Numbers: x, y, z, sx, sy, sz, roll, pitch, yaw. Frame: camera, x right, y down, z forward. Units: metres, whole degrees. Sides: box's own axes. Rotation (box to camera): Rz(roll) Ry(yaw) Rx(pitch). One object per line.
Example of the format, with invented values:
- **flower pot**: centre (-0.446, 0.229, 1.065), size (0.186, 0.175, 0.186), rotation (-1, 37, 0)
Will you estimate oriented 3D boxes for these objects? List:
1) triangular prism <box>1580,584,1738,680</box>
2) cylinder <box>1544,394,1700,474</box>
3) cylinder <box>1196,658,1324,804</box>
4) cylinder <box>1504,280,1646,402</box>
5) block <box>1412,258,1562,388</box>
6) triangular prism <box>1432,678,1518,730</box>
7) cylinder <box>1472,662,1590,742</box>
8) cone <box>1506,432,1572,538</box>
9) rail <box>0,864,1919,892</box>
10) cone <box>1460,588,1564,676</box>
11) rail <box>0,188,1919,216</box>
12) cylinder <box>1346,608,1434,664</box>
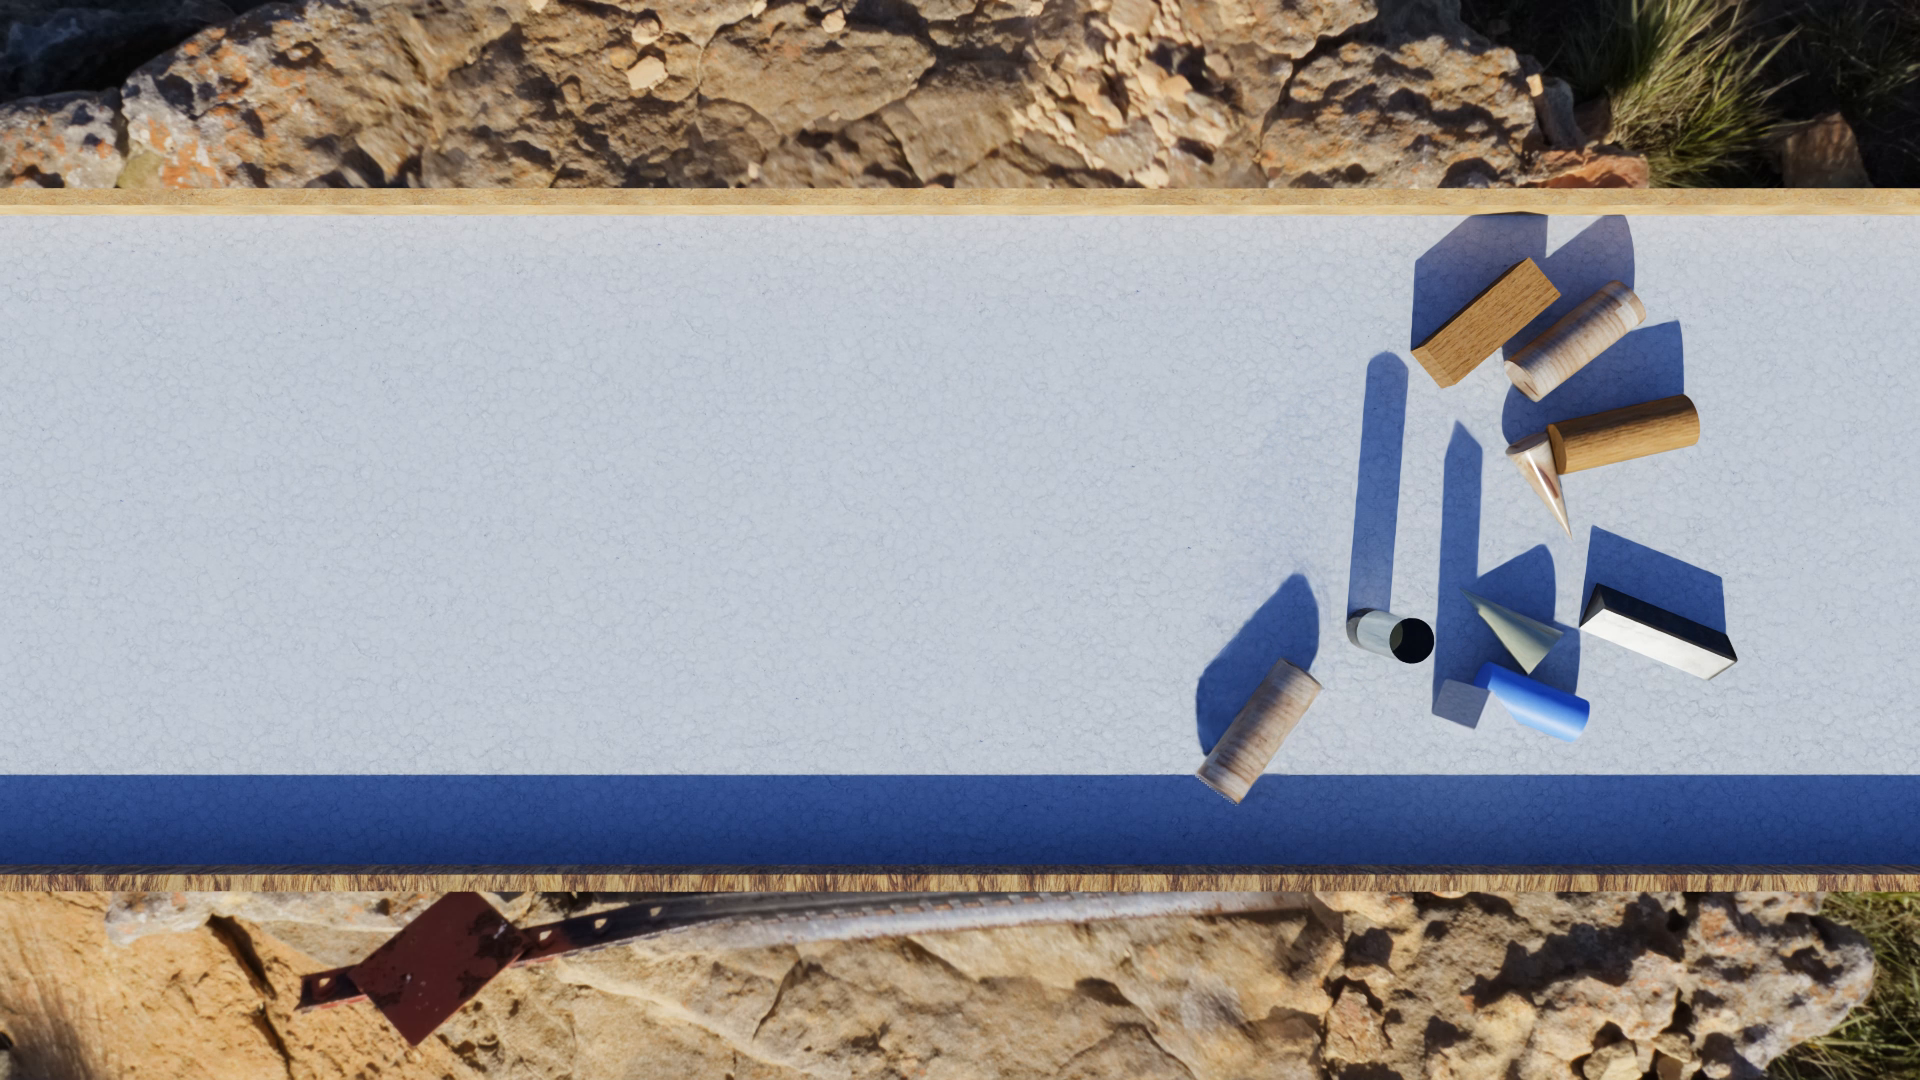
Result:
- **triangular prism**: centre (2.131, 0.282, 5.008), size (0.430, 0.129, 0.149), rotation (22, 90, 0)
- **cylinder**: centre (2.003, -0.319, 4.997), size (0.409, 0.160, 0.160), rotation (-13, 90, 0)
- **cylinder**: centre (0.905, 0.574, 4.981), size (0.157, 0.157, 0.434), rotation (37, 85, 0)
- **cylinder**: centre (1.862, -0.603, 4.999), size (0.403, 0.156, 0.156), rotation (-37, 90, 0)
- **block**: centre (1.591, -0.655, 5.002), size (0.413, 0.149, 0.149), rotation (-40, 90, 0)
- **triangular prism**: centre (1.505, 0.478, 4.863), size (0.120, 0.427, 0.104), rotation (-7, 90, 0)
- **cylinder**: centre (1.729, 0.491, 5.007), size (0.316, 0.140, 0.140), rotation (22, 90, 0)
- **cone**: centre (1.804, -0.145, 5.043), size (0.136, 0.136, 0.348), rotation (-29, 101, 0)
- **rail**: centre (-2.247, 1.025, 5.001), size (12.000, 0.150, 0.050), rotation (0, 90, 0)
- **cone**: centre (1.652, 0.245, 5.035), size (0.322, 0.170, 0.170), rotation (40, 90, 15)
- **rail**: centre (-2.247, -1.025, 5.002), size (12.000, 0.150, 0.050), rotation (0, 90, 0)
- **cylinder**: centre (1.263, 0.279, 4.861), size (0.130, 0.423, 0.130), rotation (0, 91, -3)
